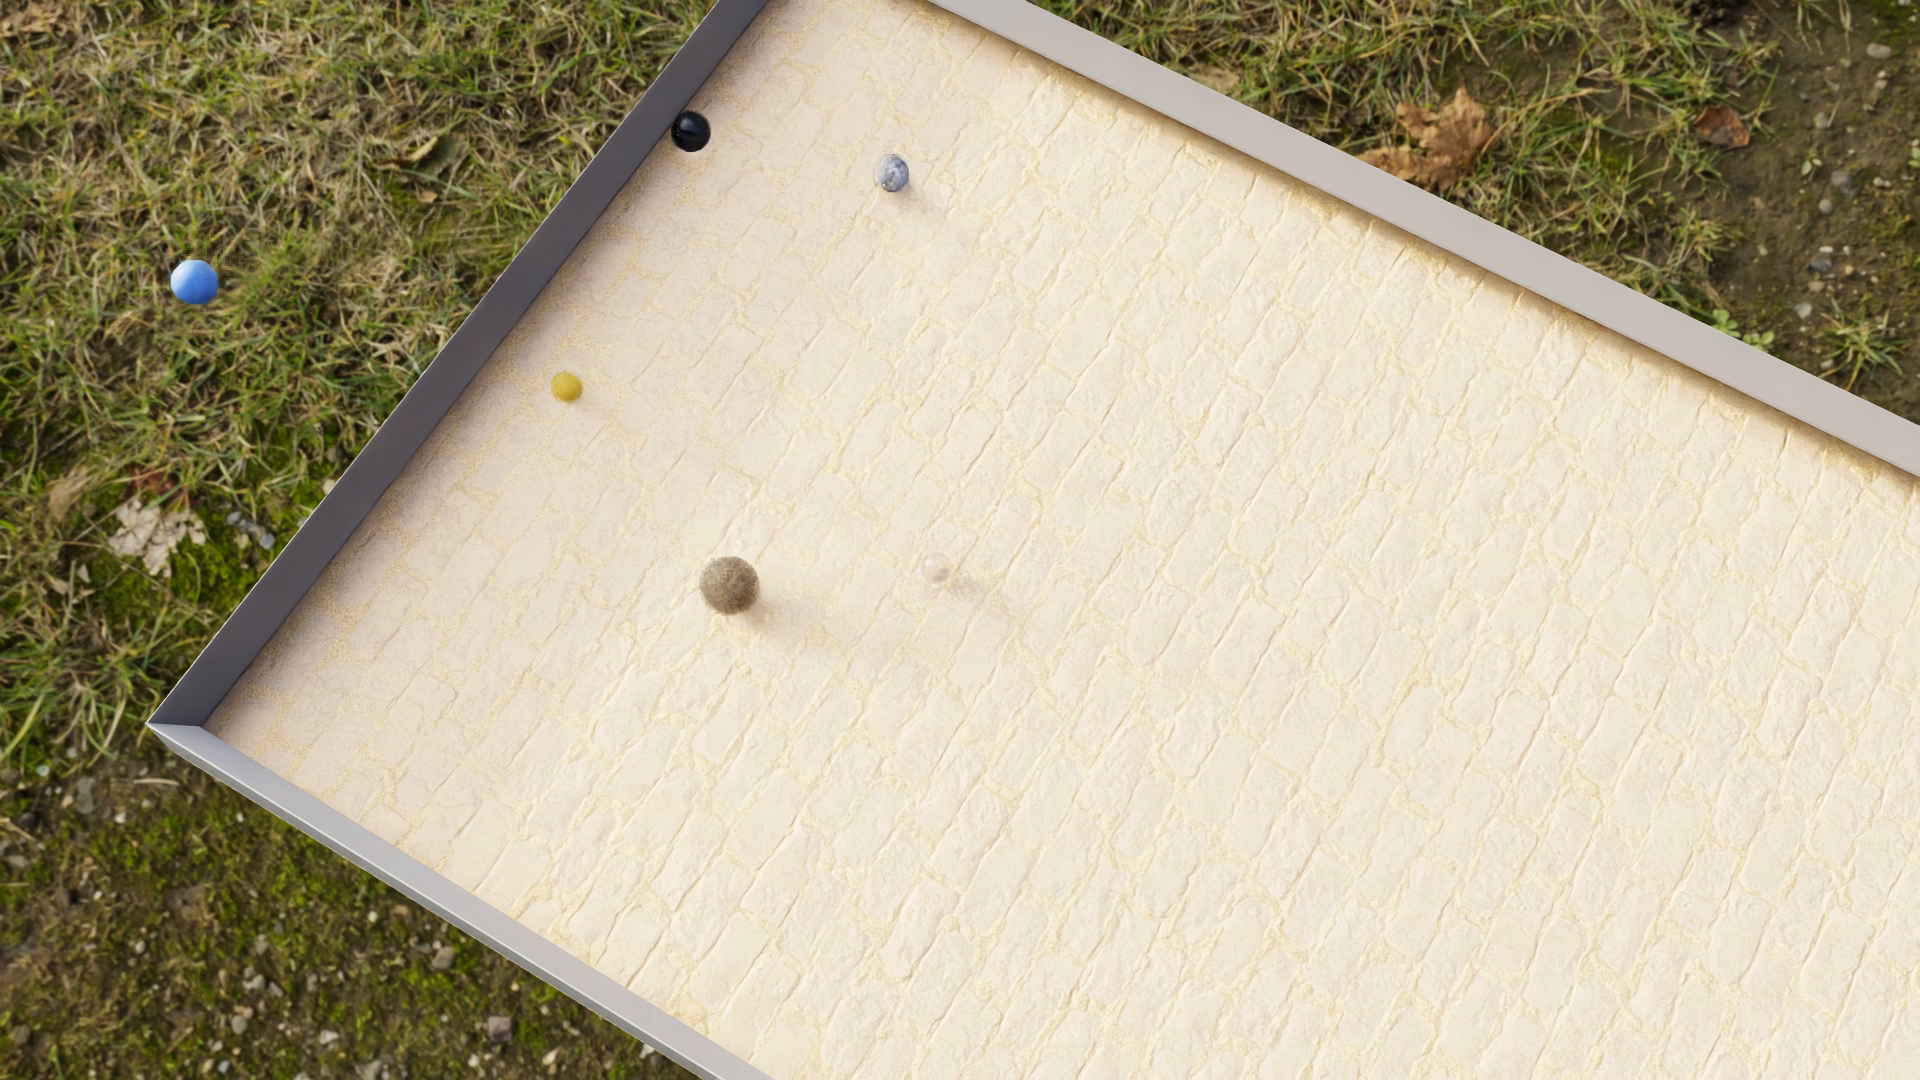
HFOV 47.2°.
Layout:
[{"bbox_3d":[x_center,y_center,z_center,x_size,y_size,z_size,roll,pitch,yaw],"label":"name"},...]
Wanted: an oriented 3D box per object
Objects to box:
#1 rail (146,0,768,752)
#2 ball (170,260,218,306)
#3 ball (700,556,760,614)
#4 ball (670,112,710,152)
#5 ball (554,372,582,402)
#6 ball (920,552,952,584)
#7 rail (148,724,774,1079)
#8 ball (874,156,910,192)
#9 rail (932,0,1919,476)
[{"bbox_3d":[-0.741,-0.412,3.716,0.045,0.121,1.860,28,69,12],"label":"rail"},{"bbox_3d":[-1.452,-0.489,4.172,0.086,0.086,0.086,0,65,0],"label":"ball"},{"bbox_3d":[-0.367,0.072,3.511,0.093,0.093,0.093,0,65,0],"label":"ball"},{"bbox_3d":[-0.476,-0.721,3.887,0.069,0.069,0.069,0,65,0],"label":"ball"},{"bbox_3d":[-0.657,-0.256,3.686,0.049,0.049,0.049,0,65,0],"label":"ball"},{"bbox_3d":[-0.038,0.045,3.547,0.051,0.051,0.051,0,65,0],"label":"ball"},{"bbox_3d":[0.299,1.107,3.020,3.543,0.121,0.045,28,69,12],"label":"rail"},{"bbox_3d":[-0.119,-0.642,3.855,0.062,0.062,0.062,0,65,0],"label":"ball"},{"bbox_3d":[1.224,-0.309,3.669,3.543,0.121,0.045,28,69,12],"label":"rail"}]
